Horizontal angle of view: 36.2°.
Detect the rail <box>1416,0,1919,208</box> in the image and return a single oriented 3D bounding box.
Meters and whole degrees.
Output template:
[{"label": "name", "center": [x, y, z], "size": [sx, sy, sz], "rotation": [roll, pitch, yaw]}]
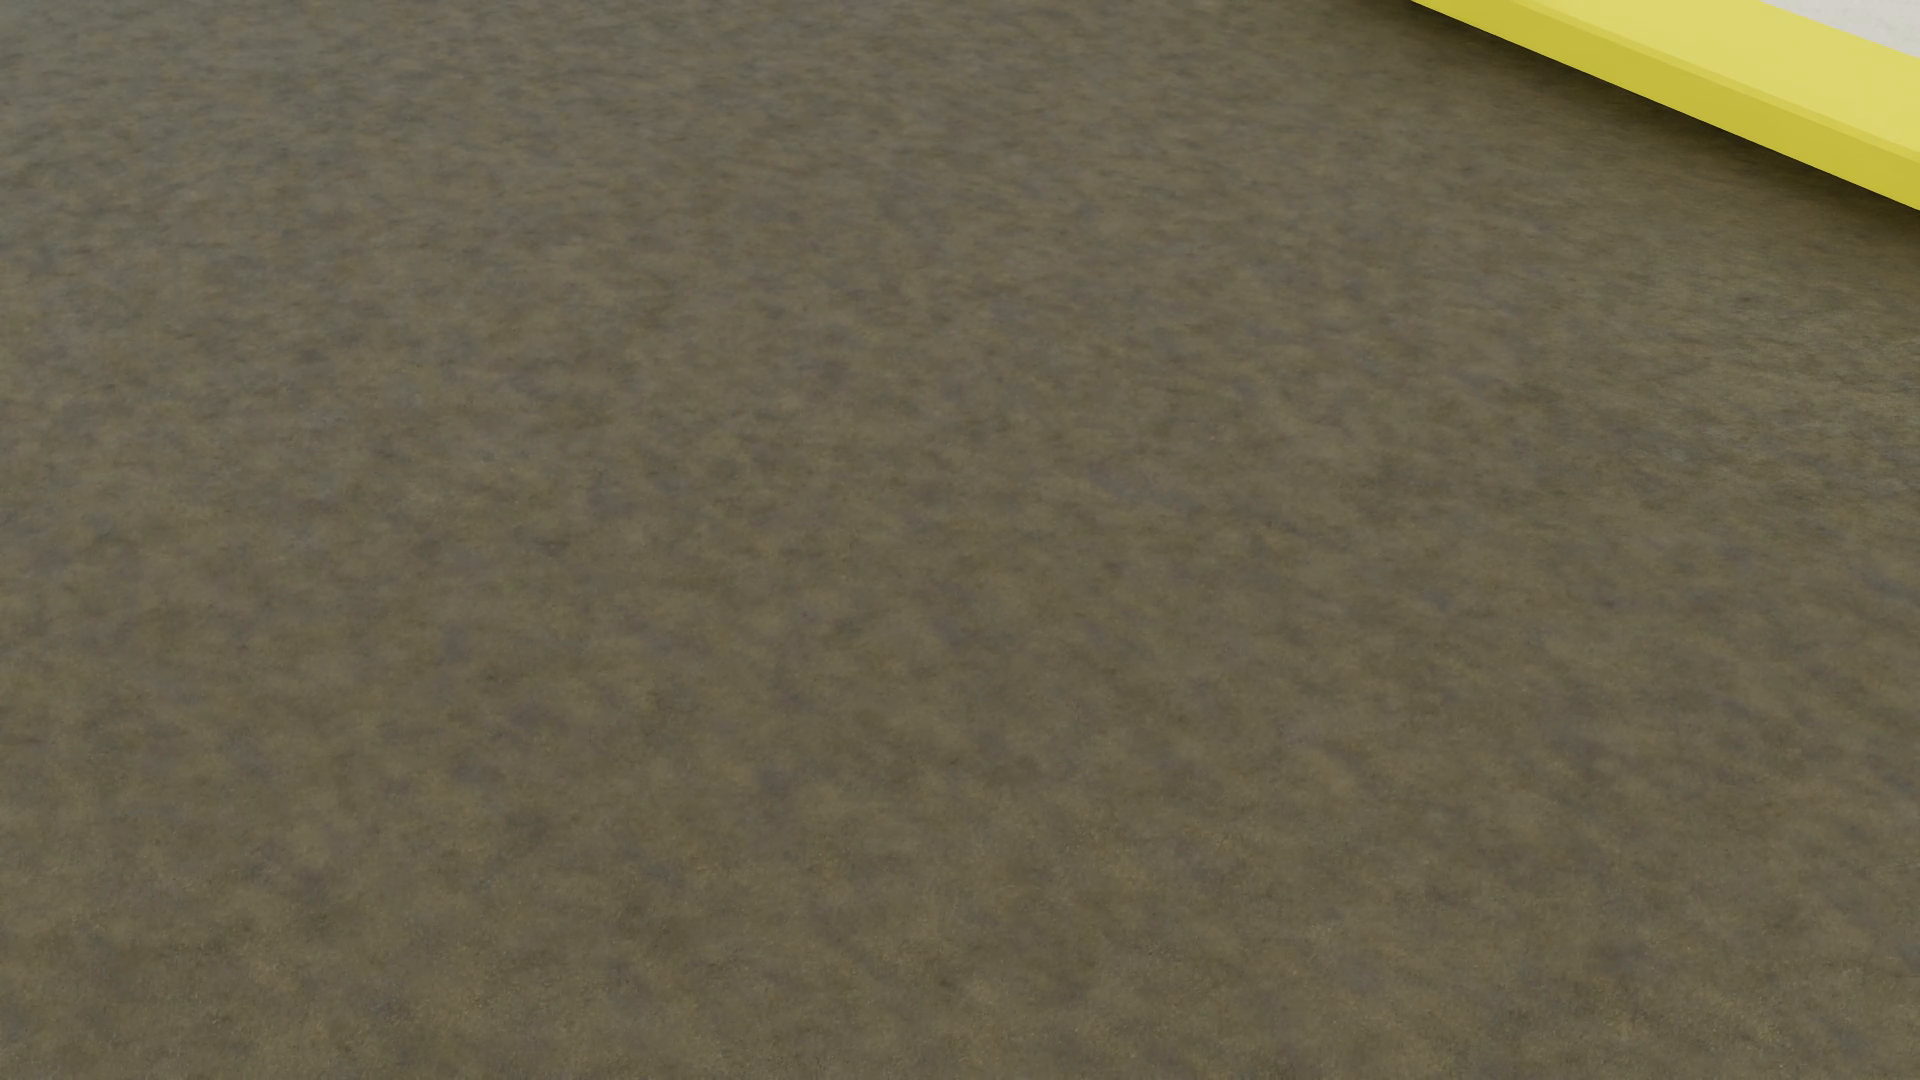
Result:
[{"label": "rail", "center": [0.385, -0.678, 3.170], "size": [0.045, 0.128, 4.128], "rotation": [-15, 31, -27]}]
